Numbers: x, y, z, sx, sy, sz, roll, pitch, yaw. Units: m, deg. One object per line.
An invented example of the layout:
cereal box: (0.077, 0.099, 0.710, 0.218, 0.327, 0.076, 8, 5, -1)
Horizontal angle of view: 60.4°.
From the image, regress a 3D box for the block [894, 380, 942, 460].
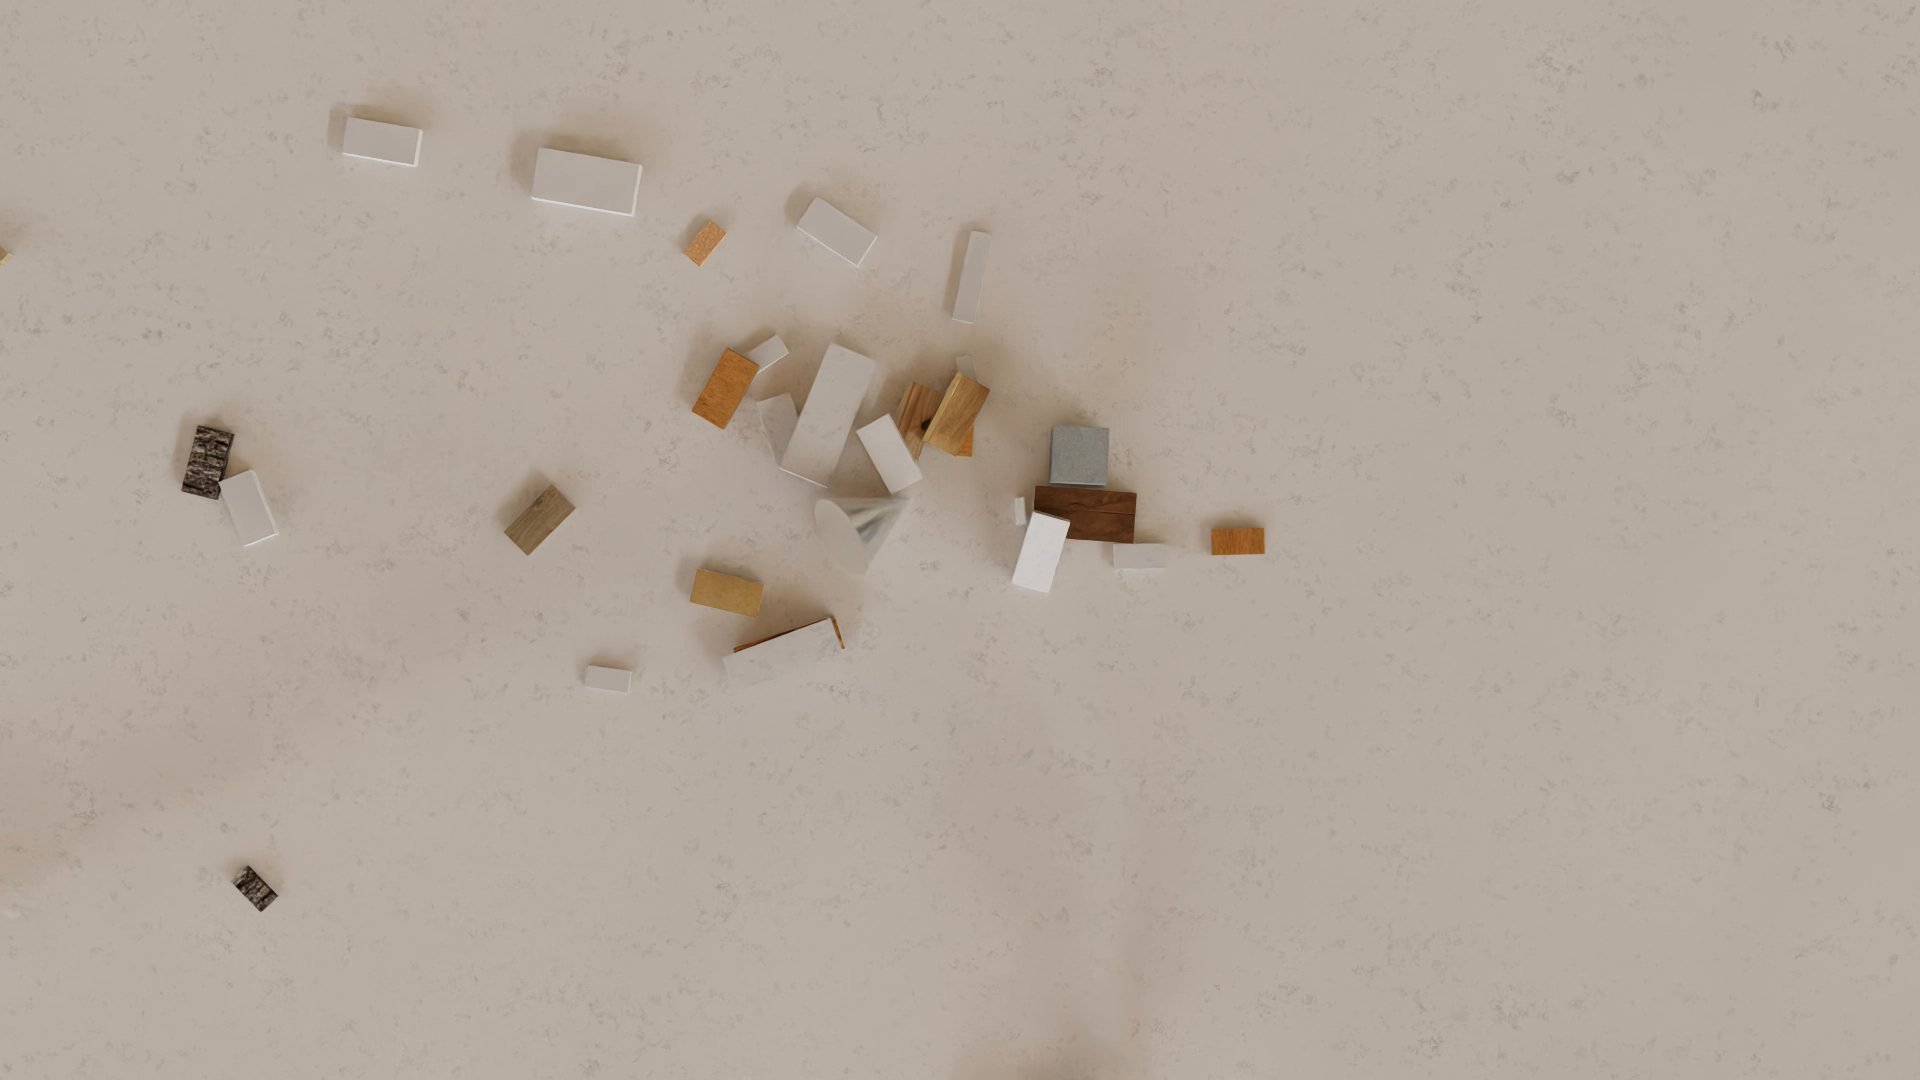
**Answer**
block: (-0.154, -0.396, 5.483, 0.120, 0.034, 0.239, 20, 90, 0)

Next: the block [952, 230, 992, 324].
block: (0.041, -0.876, 5.490, 0.072, 0.020, 0.300, 12, 90, 0)

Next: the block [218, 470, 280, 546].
block: (-2.365, -0.107, 5.484, 0.114, 0.032, 0.228, -21, 90, 0)

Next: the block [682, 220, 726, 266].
block: (-0.849, -0.987, 5.490, 0.072, 0.020, 0.144, 39, 90, 0)

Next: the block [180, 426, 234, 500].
block: (-2.501, -0.257, 5.484, 0.113, 0.032, 0.226, 14, 90, 0)

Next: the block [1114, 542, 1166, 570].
block: (0.600, 0.054, 5.488, 0.172, 0.024, 0.086, -1, 90, 0)

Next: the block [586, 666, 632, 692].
block: (-1.171, 0.462, 5.490, 0.143, 0.020, 0.072, 8, 90, 0)

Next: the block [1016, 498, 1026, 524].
block: (0.198, -0.094, 5.414, 0.024, 0.172, 0.086, -3, 90, 0)

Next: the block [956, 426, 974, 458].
block: (0.017, -0.330, 5.493, 0.051, 0.015, 0.103, 4, 90, 0)

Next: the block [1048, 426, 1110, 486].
block: (0.389, -0.275, 5.410, 0.181, 0.181, 0.181, 2, 90, 0)

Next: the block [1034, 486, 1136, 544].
block: (0.411, -0.084, 5.476, 0.337, 0.048, 0.168, 4, 90, 0)

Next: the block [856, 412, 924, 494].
block: (-0.231, -0.285, 5.452, 0.120, 0.034, 0.239, -27, 100, 11)

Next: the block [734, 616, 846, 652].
block: (-0.567, 0.359, 5.484, 0.352, 0.032, 0.113, -18, 90, 0)

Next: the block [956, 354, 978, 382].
block: (0.023, -0.561, 5.493, 0.051, 0.015, 0.103, -12, 90, 0)

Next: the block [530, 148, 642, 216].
block: (-1.239, -1.188, 5.476, 0.337, 0.048, 0.168, 10, 90, 0)

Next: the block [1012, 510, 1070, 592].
block: (0.266, 0.038, 5.447, 0.126, 0.036, 0.252, 16, 105, -3)

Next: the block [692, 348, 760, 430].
block: (-0.777, -0.502, 5.471, 0.121, 0.034, 0.242, 30, 94, 2)

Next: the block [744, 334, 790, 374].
block: (-0.648, -0.616, 5.490, 0.144, 0.020, 0.072, -33, 90, 0)

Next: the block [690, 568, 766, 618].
block: (-0.773, 0.177, 5.484, 0.228, 0.032, 0.114, 13, 90, 0)

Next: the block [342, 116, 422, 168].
block: (-1.920, -1.323, 5.483, 0.242, 0.034, 0.121, 10, 90, 0)

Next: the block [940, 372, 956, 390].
block: (-0.020, -0.503, 5.493, 0.051, 0.015, 0.103, -25, 90, 0)

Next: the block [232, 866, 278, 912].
block: (-2.348, 1.161, 5.490, 0.072, 0.020, 0.143, -44, 90, 0)

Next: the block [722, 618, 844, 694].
block: (-0.585, 0.381, 5.450, 0.378, 0.036, 0.126, -20, 90, 0)

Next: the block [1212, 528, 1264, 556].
block: (0.924, 0.006, 5.488, 0.172, 0.024, 0.086, -1, 90, 0)

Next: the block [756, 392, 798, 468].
block: (-0.587, -0.365, 5.484, 0.114, 0.032, 0.228, -18, 90, 0)

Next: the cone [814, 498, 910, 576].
cone: (-0.277, -0.072, 5.436, 0.287, 0.287, 0.287, -31, 90, -27)

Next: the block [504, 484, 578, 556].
block: (-1.394, -0.066, 5.484, 0.226, 0.032, 0.113, -45, 90, 0)

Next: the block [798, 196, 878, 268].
block: (-0.409, -1.025, 5.483, 0.239, 0.034, 0.120, 33, 90, 0)

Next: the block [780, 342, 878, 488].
block: (-0.435, -0.413, 5.455, 0.168, 0.048, 0.449, 22, 86, -5)

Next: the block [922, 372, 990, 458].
block: (-0.014, -0.415, 5.458, 0.126, 0.036, 0.252, 28, 87, -9)

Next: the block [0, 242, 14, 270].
block: (-3.285, -0.897, 5.483, 0.121, 0.034, 0.255, 43, 90, 0)
